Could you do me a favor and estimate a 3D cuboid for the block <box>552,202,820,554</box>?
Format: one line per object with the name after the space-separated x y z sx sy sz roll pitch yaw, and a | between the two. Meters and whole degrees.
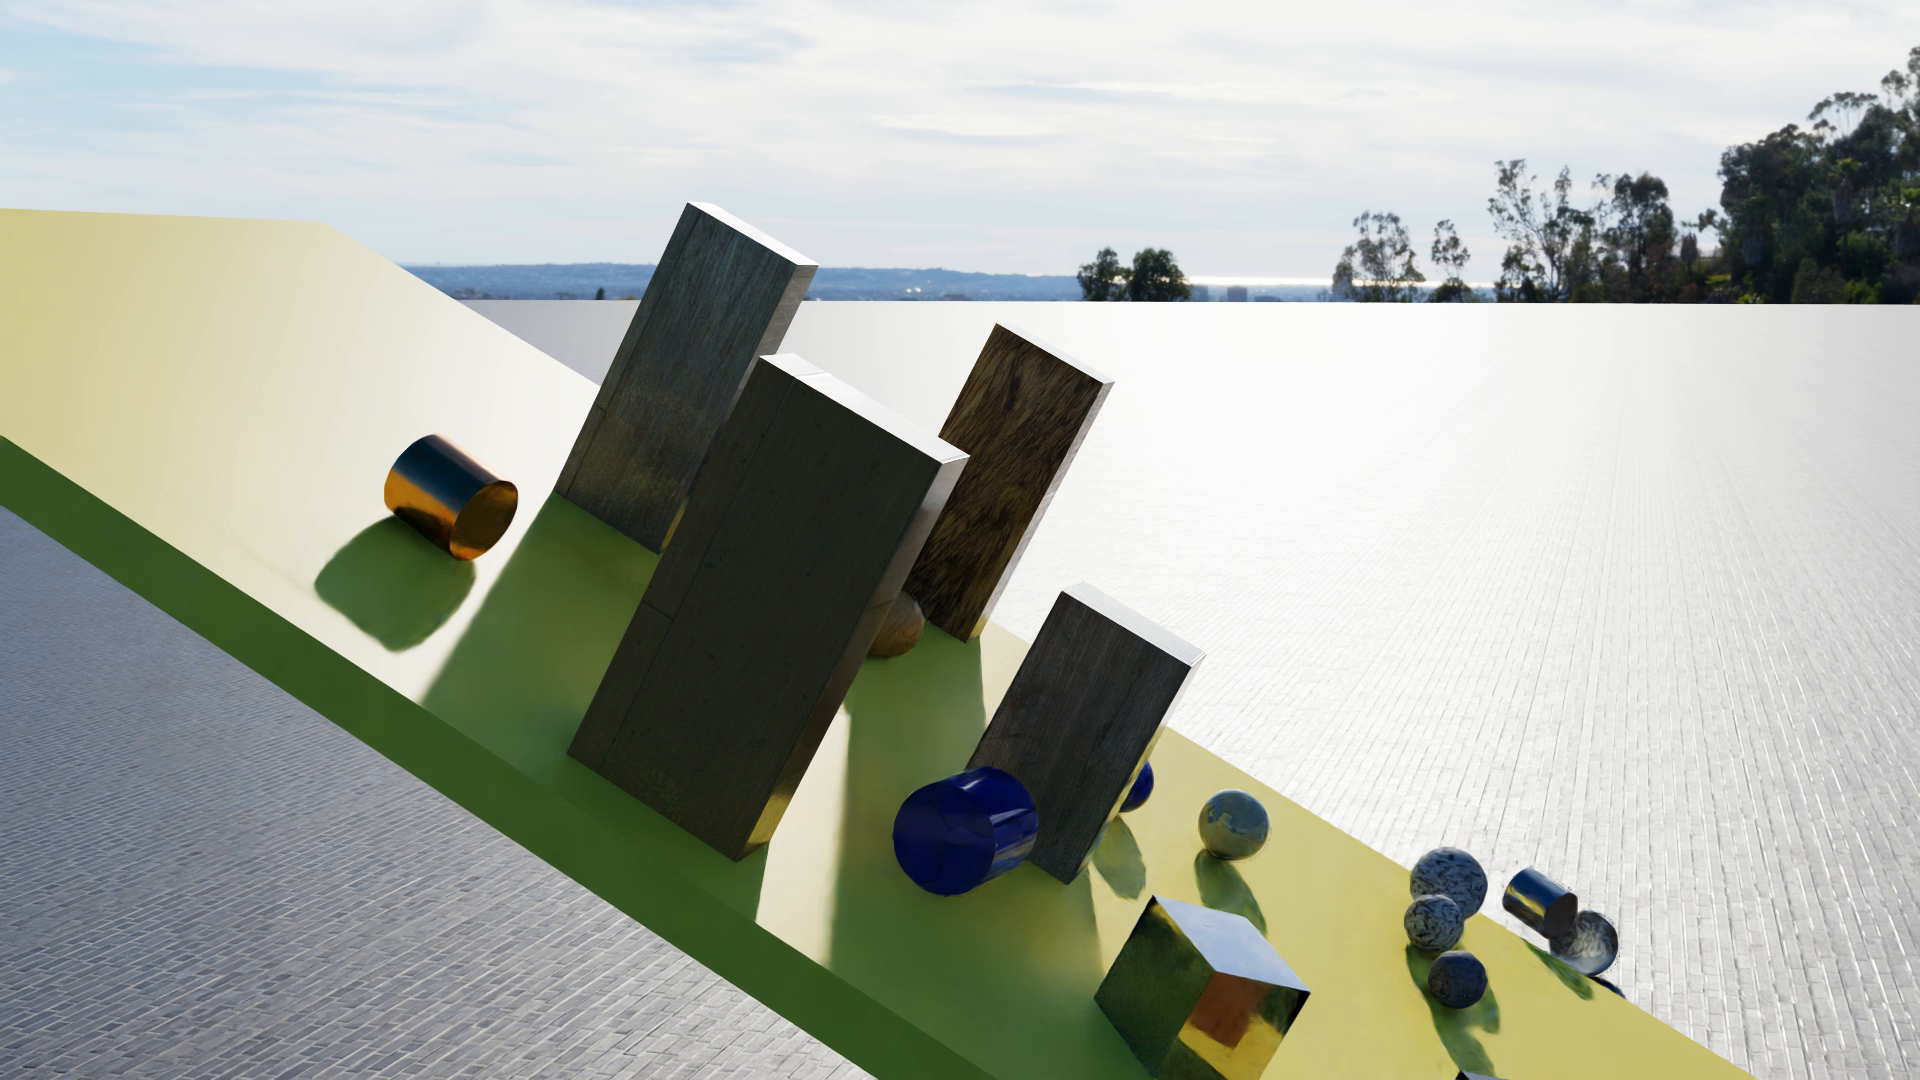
-0.551 -0.322 4.392 0.259 0.650 0.119 31 14 12 | block

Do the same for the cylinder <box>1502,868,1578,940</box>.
1.310 0.820 4.965 0.118 0.118 0.118 -5 24 -34 | cylinder

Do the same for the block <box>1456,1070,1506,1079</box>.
0.844 0.960 3.422 0.172 0.172 0.172 18 17 -34 | block

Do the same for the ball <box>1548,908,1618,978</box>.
1.644 1.062 5.803 0.181 0.181 0.181 0 7 0 | ball

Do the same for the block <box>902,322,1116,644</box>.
0.061 -0.126 4.832 0.271 0.652 0.110 31 14 12 | block

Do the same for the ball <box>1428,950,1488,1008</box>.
0.947 0.836 4.185 0.109 0.109 0.109 0 7 0 | ball

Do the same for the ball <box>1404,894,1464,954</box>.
0.950 0.769 4.410 0.118 0.118 0.118 0 7 0 | ball

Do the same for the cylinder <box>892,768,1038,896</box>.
0.010 0.473 3.583 0.180 0.180 0.180 3 4 24 | cylinder

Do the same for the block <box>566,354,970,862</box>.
-0.292 0.101 3.297 0.315 0.688 0.134 31 14 12 | block

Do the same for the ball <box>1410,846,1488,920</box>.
1.026 0.725 4.619 0.160 0.160 0.160 0 7 0 | ball

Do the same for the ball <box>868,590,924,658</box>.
-0.145 0.167 4.457 0.143 0.143 0.143 0 7 0 | ball

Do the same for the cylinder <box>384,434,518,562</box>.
-0.897 -0.076 3.877 0.165 0.165 0.165 33 20 20 | cylinder

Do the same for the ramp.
-0.217 0.359 4.145 4.000 0.100 2.000 31 14 12 | ramp

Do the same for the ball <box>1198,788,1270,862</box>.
0.538 0.561 4.332 0.142 0.142 0.142 0 7 0 | ball

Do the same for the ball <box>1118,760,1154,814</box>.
0.313 0.466 4.276 0.130 0.130 0.130 0 7 0 | ball

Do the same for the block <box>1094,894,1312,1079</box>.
0.372 0.704 3.400 0.199 0.199 0.199 18 17 -32 | block

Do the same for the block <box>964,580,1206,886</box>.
0.202 0.336 3.868 0.259 0.451 0.141 31 14 12 | block
